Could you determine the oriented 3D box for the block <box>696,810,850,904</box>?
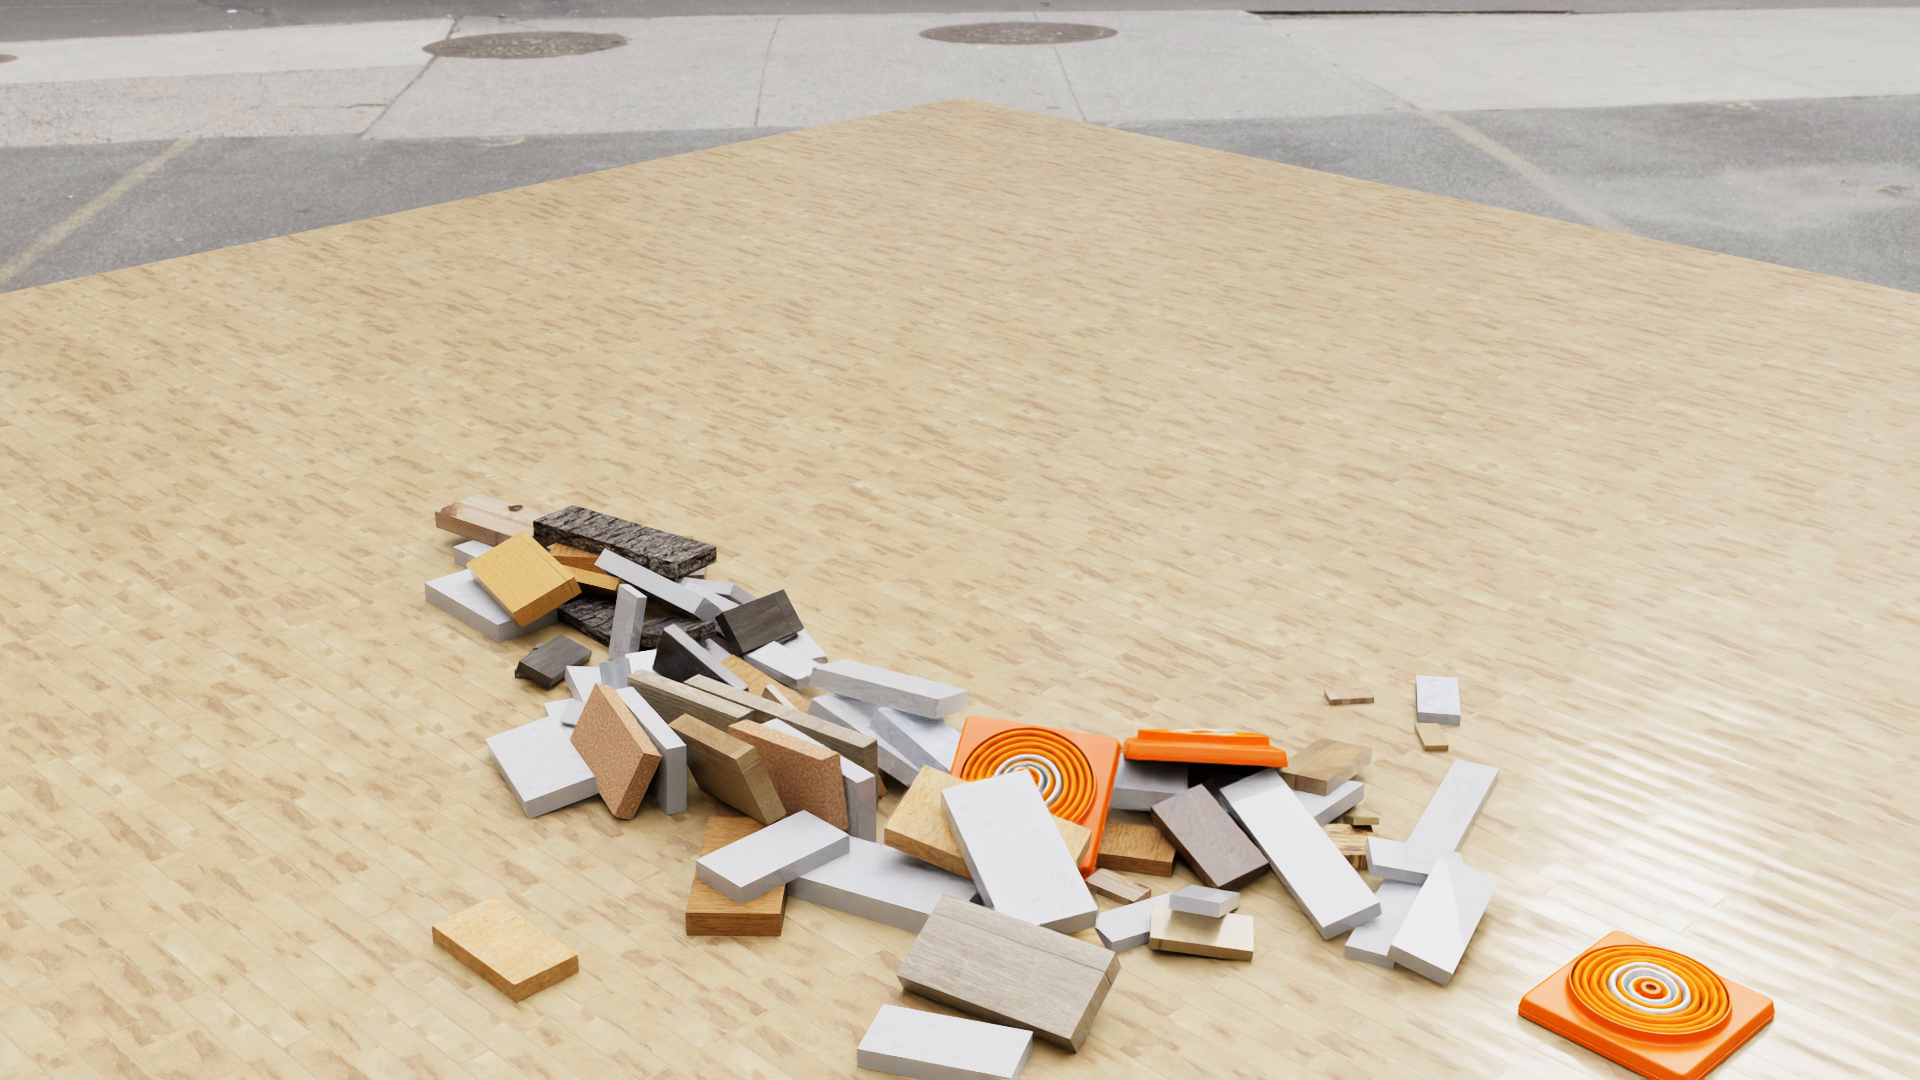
[{"bbox_3d":[-0.354,0.600,4.173,0.267,0.038,0.134,-21,31,-40],"label":"block"}]

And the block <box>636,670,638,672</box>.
[{"bbox_3d":[-0.649,0.332,4.790,0.133,0.019,0.067,33,-2,25],"label":"block"}]

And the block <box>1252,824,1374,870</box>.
[{"bbox_3d":[0.695,0.600,4.304,0.234,0.033,0.117,0,23,1],"label":"block"}]

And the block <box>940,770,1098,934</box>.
[{"bbox_3d":[0.105,0.586,4.072,0.176,0.050,0.352,-11,45,-17],"label":"block"}]

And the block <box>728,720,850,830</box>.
[{"bbox_3d":[-0.344,0.471,4.385,0.045,0.158,0.317,-19,20,-37],"label":"block"}]

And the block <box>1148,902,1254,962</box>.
[{"bbox_3d":[0.439,0.714,4.002,0.186,0.026,0.093,7,33,2],"label":"block"}]

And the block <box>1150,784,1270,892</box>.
[{"bbox_3d":[0.482,0.579,4.250,0.117,0.033,0.234,-22,44,-20],"label":"block"}]

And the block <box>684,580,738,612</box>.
[{"bbox_3d":[-0.554,0.159,5.161,0.207,0.029,0.103,22,-14,46],"label":"block"}]

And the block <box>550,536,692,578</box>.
[{"bbox_3d":[-0.847,0.036,5.501,0.332,0.047,0.166,2,22,3],"label":"block"}]

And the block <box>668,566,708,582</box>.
[{"bbox_3d":[-0.781,0.081,5.518,0.285,0.040,0.143,-1,23,-3],"label":"block"}]

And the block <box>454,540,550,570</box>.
[{"bbox_3d":[-1.117,0.059,5.562,0.326,0.046,0.163,20,30,39],"label":"block"}]

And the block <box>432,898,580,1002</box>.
[{"bbox_3d":[-0.823,0.738,3.973,0.134,0.038,0.267,-21,31,-40],"label":"block"}]

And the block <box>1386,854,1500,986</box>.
[{"bbox_3d":[0.884,0.691,4.018,0.117,0.033,0.298,24,36,18],"label":"block"}]

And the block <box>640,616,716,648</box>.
[{"bbox_3d":[-0.669,0.213,5.053,0.114,0.032,0.228,-20,14,-36],"label":"block"}]

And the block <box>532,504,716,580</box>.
[{"bbox_3d":[-0.836,0.002,5.466,0.483,0.040,0.143,15,25,32],"label":"block"}]

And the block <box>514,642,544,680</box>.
[{"bbox_3d":[-0.965,0.280,5.073,0.074,0.021,0.148,4,23,10],"label":"block"}]

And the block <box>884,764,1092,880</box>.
[{"bbox_3d":[0.053,0.563,4.167,0.352,0.050,0.176,20,45,15],"label":"block"}]

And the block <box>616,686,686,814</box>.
[{"bbox_3d":[-0.642,0.433,4.548,0.042,0.149,0.298,-10,25,-28],"label":"block"}]

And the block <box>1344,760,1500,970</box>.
[{"bbox_3d":[0.909,0.615,4.278,0.091,0.026,0.778,11,25,24],"label":"block"}]

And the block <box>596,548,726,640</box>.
[{"bbox_3d":[-0.689,0.134,5.226,0.434,0.163,0.046,21,75,46],"label":"block"}]

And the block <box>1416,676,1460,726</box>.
[{"bbox_3d":[1.062,0.356,4.890,0.091,0.026,0.183,4,23,9],"label":"block"}]

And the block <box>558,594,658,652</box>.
[{"bbox_3d":[-0.760,0.233,5.169,0.114,0.032,0.498,-20,30,-39],"label":"block"}]

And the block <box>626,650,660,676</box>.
[{"bbox_3d":[-0.665,0.327,4.862,0.105,0.030,0.210,-9,44,-19],"label":"block"}]

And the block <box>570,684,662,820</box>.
[{"bbox_3d":[-0.712,0.432,4.520,0.042,0.149,0.298,17,15,-35],"label":"block"}]

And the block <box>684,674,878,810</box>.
[{"bbox_3d":[-0.375,0.423,4.560,0.488,0.159,0.045,16,28,34],"label":"block"}]

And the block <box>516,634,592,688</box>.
[{"bbox_3d":[-0.927,0.276,5.031,0.089,0.025,0.177,27,26,12],"label":"block"}]

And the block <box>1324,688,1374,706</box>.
[{"bbox_3d":[0.870,0.349,4.919,0.101,0.014,0.050,-2,23,-5],"label":"block"}]

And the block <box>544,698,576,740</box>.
[{"bbox_3d":[-0.839,0.413,4.761,0.074,0.021,0.264,-8,24,-19],"label":"block"}]

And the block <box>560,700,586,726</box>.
[{"bbox_3d":[-0.806,0.381,4.754,0.108,0.015,0.054,10,59,21],"label":"block"}]

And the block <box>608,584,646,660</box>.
[{"bbox_3d":[-0.766,0.201,5.060,0.025,0.177,0.089,-1,19,-38],"label":"block"}]

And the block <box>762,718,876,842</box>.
[{"bbox_3d":[-0.286,0.490,4.402,0.045,0.159,0.319,-19,29,-37],"label":"block"}]

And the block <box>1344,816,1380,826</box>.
[{"bbox_3d":[0.797,0.557,4.370,0.050,0.014,0.101,0,-5,-1],"label":"block"}]

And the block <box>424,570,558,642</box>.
[{"bbox_3d":[-1.140,0.152,5.344,0.166,0.047,0.332,-20,30,-39],"label":"block"}]

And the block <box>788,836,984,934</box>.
[{"bbox_3d":[-0.132,0.653,4.158,0.347,0.049,0.174,12,26,25],"label":"block"}]

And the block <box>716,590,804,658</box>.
[{"bbox_3d":[-0.460,0.191,5.058,0.030,0.105,0.210,-33,-7,40],"label":"block"}]

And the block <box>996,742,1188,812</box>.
[{"bbox_3d":[0.268,0.482,4.447,0.382,0.045,0.158,5,19,4],"label":"block"}]

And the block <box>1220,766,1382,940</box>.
[{"bbox_3d":[0.645,0.591,4.200,0.117,0.033,0.447,-22,34,-9],"label":"block"}]
